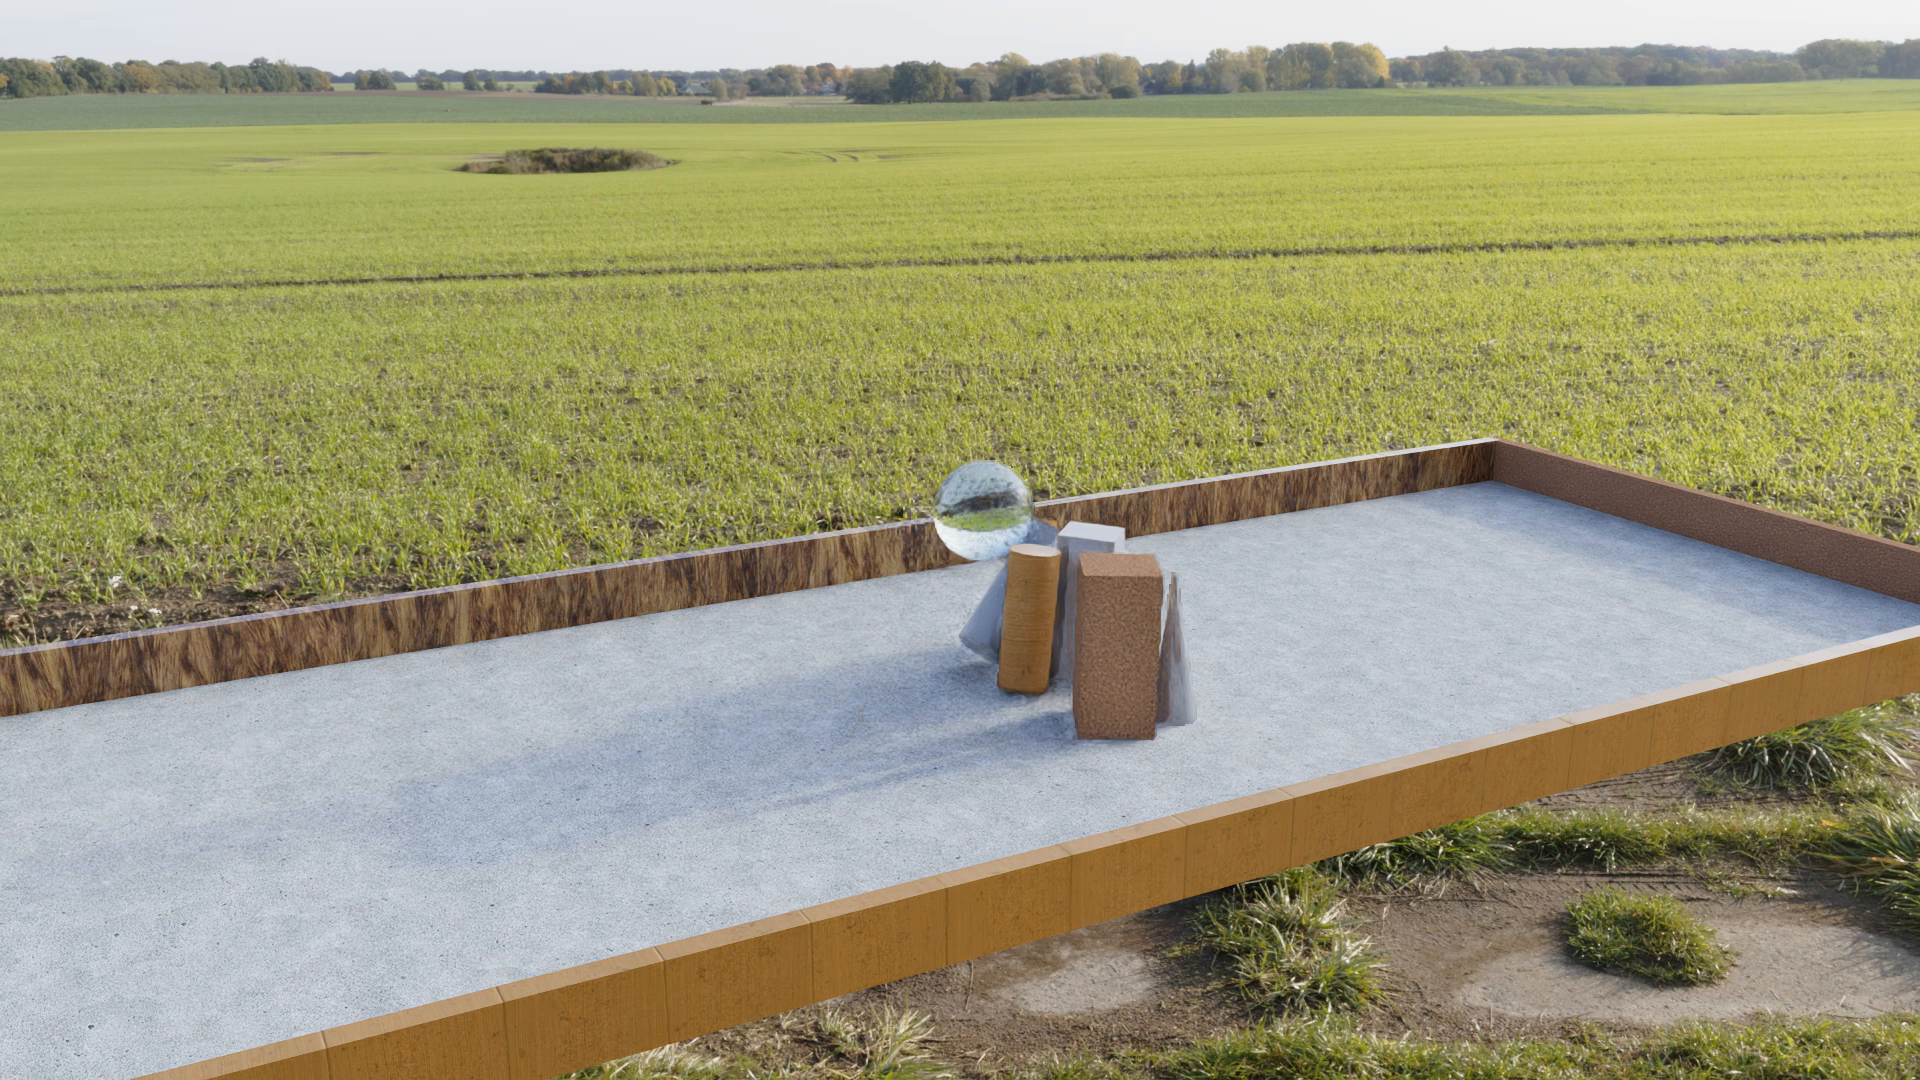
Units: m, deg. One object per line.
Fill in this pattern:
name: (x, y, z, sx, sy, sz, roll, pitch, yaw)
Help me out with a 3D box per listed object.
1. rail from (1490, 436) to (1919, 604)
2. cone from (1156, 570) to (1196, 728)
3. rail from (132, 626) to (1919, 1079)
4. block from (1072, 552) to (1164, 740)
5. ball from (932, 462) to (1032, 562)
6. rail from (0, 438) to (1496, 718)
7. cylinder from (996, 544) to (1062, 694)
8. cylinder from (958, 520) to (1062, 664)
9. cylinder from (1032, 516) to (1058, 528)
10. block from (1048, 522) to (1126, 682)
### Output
rail: (2.466, -0.048, 5.253, 0.050, 0.150, 2.100, -9, 18, -27)
cone: (0.498, 0.242, 3.843, 0.110, 0.380, 0.110, -2, 21, 1)
rail: (-2.336, 1.006, 1.665, 12.000, 0.150, 0.050, -9, 18, -27)
block: (0.363, 0.244, 3.822, 0.177, 0.393, 0.177, 1, 16, -1)
ball: (0.058, -0.073, 4.220, 0.257, 0.257, 0.257, 0, 16, 0)
rail: (-3.305, 0.497, 3.399, 12.000, 0.150, 0.050, -9, 18, -27)
cylinder: (0.169, 0.194, 4.056, 0.127, 0.348, 0.127, 5, 12, -1)
cylinder: (0.152, 0.136, 4.269, 0.143, 0.143, 0.360, 16, 67, 44)
cylinder: (0.182, 0.099, 4.430, 0.112, 0.313, 0.112, 9, -6, 1)
block: (0.318, 0.158, 4.142, 0.143, 0.372, 0.143, 7, 16, 15)
